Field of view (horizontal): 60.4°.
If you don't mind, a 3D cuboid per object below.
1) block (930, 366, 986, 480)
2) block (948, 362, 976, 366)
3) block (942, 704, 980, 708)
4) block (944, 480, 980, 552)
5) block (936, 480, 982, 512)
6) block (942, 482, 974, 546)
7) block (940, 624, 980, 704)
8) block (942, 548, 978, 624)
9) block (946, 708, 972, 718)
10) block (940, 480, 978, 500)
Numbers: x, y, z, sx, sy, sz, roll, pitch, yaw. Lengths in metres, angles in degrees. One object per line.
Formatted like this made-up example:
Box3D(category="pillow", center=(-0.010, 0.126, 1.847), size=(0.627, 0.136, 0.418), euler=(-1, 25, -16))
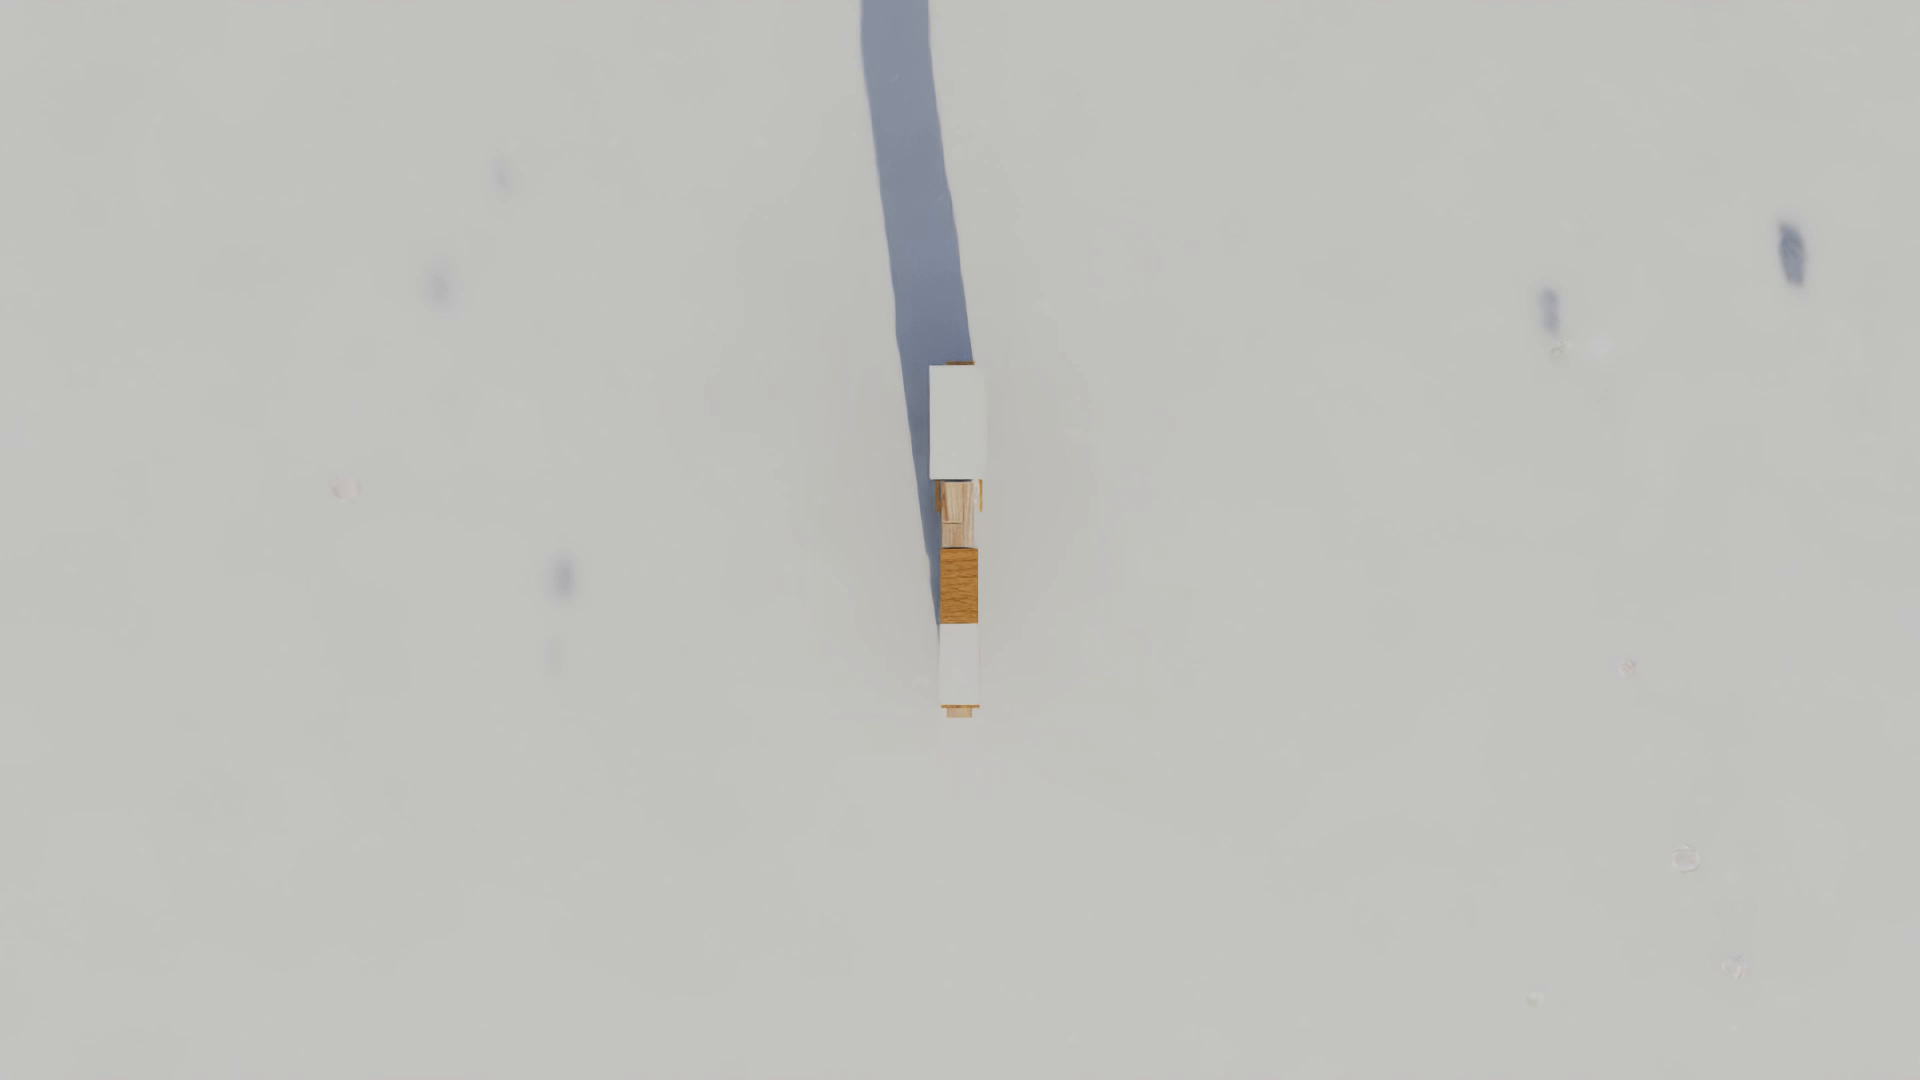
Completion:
Box3D(category="block", center=(-0.005, -0.310, 4.354), size=(0.149, 0.042, 0.298), euler=(0, 90, 0))
Box3D(category="block", center=(0.005, -0.482, 5.304), size=(0.091, 0.026, 0.183), euler=(0, 90, 0))
Box3D(category="block", center=(0.003, 0.390, 4.988), size=(0.117, 0.033, 0.234), euler=(0, 90, 0))
Box3D(category="block", center=(0.004, -0.071, 4.929), size=(0.108, 0.031, 0.217), euler=(0, 90, 0))
Box3D(category="block", center=(-0.003, -0.237, 5.182), size=(0.148, 0.042, 0.297), euler=(0, 90, 0))
Box3D(category="block", center=(-0.006, -0.069, 4.486), size=(0.087, 0.025, 0.175), euler=(0, 90, 0))
Box3D(category="block", center=(-0.001, 0.346, 4.611), size=(0.113, 0.032, 0.225), euler=(0, 90, 0))
Box3D(category="block", center=(-0.001, 0.126, 4.546), size=(0.102, 0.029, 0.204), euler=(0, 90, 0))
Box3D(category="block", center=(-0.002, 0.490, 5.324), size=(0.082, 0.023, 0.165), euler=(0, 90, 0))
Box3D(category="block", center=(-0.002, -0.221, 4.688), size=(0.105, 0.030, 0.211), euler=(0, 90, 0))
